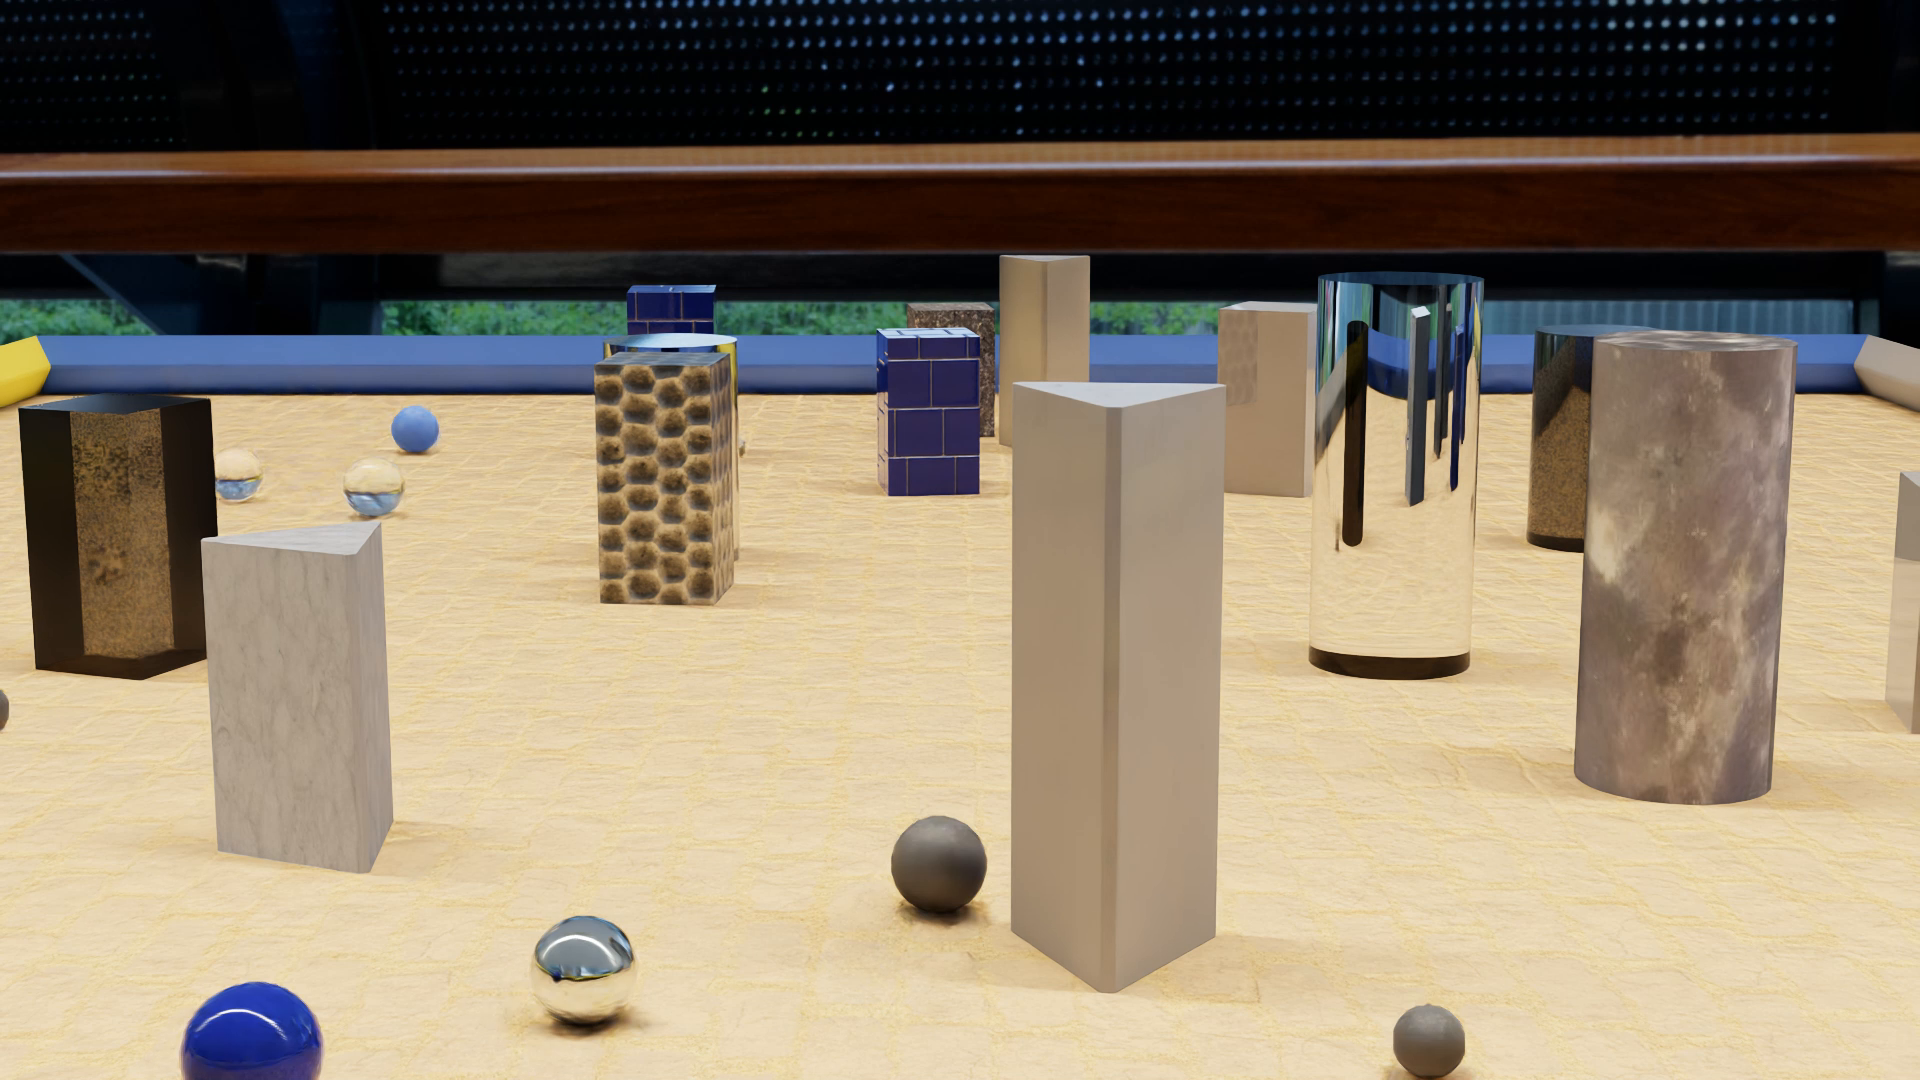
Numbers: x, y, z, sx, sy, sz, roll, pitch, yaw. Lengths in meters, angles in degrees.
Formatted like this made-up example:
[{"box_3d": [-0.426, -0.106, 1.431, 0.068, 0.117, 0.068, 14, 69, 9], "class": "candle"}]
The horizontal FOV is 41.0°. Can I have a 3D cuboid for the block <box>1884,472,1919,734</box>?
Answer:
[{"box_3d": [1.140, 0.070, 2.869, 0.158, 0.269, 0.158, 2, 11, 9], "class": "block"}]

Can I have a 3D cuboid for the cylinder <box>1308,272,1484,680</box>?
[{"box_3d": [0.530, -0.082, 3.130, 0.198, 0.474, 0.198, 0, 10, 0], "class": "cylinder"}]

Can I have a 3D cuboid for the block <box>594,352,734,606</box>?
[{"box_3d": [-0.407, -0.088, 3.556, 0.158, 0.329, 0.158, 1, 11, 5], "class": "block"}]

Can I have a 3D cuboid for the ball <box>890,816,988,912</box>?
[{"box_3d": [-0.018, 0.282, 2.232, 0.084, 0.084, 0.084, 0, 10, 0], "class": "ball"}]

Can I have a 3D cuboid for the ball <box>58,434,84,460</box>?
[{"box_3d": [-1.663, -0.173, 4.794, 0.046, 0.046, 0.046, 0, 10, 0], "class": "ball"}]

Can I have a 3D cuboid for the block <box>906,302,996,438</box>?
[{"box_3d": [-0.019, -0.341, 5.135, 0.158, 0.252, 0.158, -1, 11, -7], "class": "block"}]

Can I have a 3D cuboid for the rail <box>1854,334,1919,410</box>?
[{"box_3d": [2.033, 0.031, 3.460, 0.045, 0.128, 4.714, 0, 10, 0], "class": "rail"}]

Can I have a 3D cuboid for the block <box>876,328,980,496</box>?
[{"box_3d": [-0.056, -0.224, 4.451, 0.158, 0.271, 0.158, -2, 11, -8], "class": "block"}]

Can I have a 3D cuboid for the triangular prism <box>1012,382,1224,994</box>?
[{"box_3d": [0.106, 0.109, 2.107, 0.148, 0.470, 0.171, 7, 13, 34], "class": "triangular prism"}]

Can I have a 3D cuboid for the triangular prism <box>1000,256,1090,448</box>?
[{"box_3d": [0.140, -0.360, 4.924, 0.148, 0.366, 0.171, 7, 12, 32], "class": "triangular prism"}]

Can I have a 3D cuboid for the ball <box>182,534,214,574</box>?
[{"box_3d": [-1.098, 0.019, 3.723, 0.057, 0.057, 0.057, 0, 10, 0], "class": "ball"}]

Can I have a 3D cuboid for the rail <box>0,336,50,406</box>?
[{"box_3d": [-2.033, 0.035, 3.437, 0.045, 0.128, 4.714, 0, 10, 0], "class": "rail"}]

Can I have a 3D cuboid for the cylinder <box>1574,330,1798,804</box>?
[{"box_3d": [0.737, 0.023, 2.614, 0.198, 0.454, 0.198, 0, 10, 0], "class": "cylinder"}]

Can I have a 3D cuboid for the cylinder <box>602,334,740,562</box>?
[{"box_3d": [-0.428, -0.134, 3.814, 0.198, 0.327, 0.198, 0, 10, 0], "class": "cylinder"}]

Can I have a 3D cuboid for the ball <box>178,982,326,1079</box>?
[{"box_3d": [-0.493, 0.357, 1.786, 0.098, 0.098, 0.098, 0, 10, 0], "class": "ball"}]

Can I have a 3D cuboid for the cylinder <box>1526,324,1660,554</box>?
[{"box_3d": [0.977, -0.158, 3.939, 0.198, 0.328, 0.198, 0, 10, 0], "class": "cylinder"}]

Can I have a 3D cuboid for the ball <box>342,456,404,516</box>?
[{"box_3d": [-0.956, -0.087, 4.185, 0.099, 0.099, 0.099, 0, 10, 0], "class": "ball"}]

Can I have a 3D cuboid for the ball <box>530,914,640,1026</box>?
[{"box_3d": [-0.289, 0.330, 1.972, 0.084, 0.084, 0.084, 0, 10, 0], "class": "ball"}]

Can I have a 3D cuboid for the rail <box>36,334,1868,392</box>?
[{"box_3d": [-0.013, -0.392, 5.743, 4.113, 0.128, 0.045, 0, 10, 0], "class": "rail"}]

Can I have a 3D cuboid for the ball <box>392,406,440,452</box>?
[{"box_3d": [-1.036, -0.210, 4.877, 0.089, 0.089, 0.089, 0, 10, 0], "class": "ball"}]

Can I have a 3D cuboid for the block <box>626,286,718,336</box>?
[{"box_3d": [-0.538, -0.316, 4.829, 0.158, 0.314, 0.158, -1, 11, -3], "class": "block"}]

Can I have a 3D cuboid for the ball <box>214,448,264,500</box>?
[{"box_3d": [-1.225, -0.112, 4.341, 0.090, 0.090, 0.090, 0, 10, 0], "class": "ball"}]

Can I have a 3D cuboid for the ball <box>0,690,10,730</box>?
[{"box_3d": [-1.072, 0.186, 2.801, 0.065, 0.065, 0.065, 0, 10, 0], "class": "ball"}]

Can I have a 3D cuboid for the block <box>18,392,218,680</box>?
[{"box_3d": [-1.026, -0.008, 3.146, 0.158, 0.322, 0.158, 4, 11, 22], "class": "block"}]

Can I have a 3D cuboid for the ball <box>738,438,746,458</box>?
[{"box_3d": [-0.420, -0.171, 4.800, 0.040, 0.040, 0.040, 0, 10, 0], "class": "ball"}]

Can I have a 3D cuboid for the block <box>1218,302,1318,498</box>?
[{"box_3d": [0.546, -0.246, 4.444, 0.158, 0.317, 0.158, 5, 12, 24], "class": "block"}]

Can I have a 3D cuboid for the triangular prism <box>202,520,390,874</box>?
[{"box_3d": [-0.589, 0.140, 2.416, 0.171, 0.297, 0.148, 5, 12, 25], "class": "triangular prism"}]

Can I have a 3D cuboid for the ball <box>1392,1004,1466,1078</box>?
[{"box_3d": [0.341, 0.365, 1.867, 0.053, 0.053, 0.053, 0, 10, 0], "class": "ball"}]
